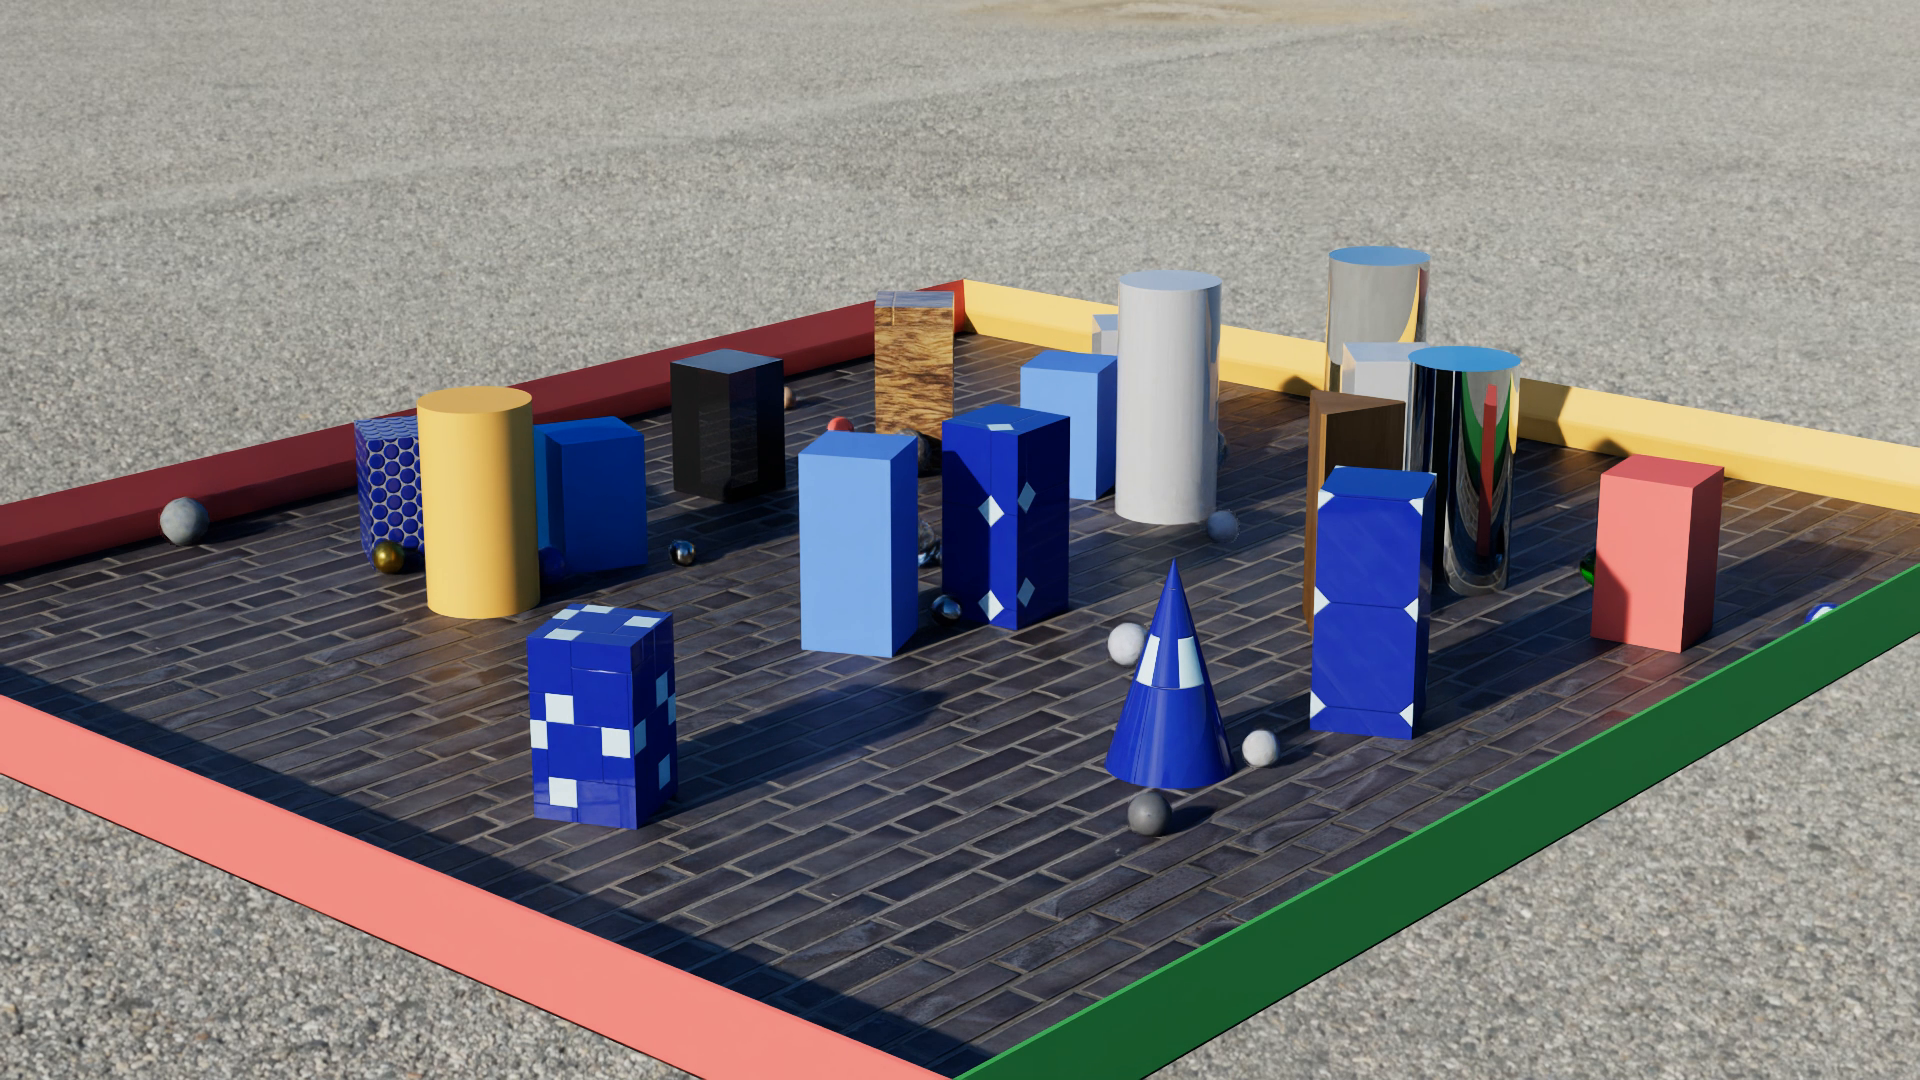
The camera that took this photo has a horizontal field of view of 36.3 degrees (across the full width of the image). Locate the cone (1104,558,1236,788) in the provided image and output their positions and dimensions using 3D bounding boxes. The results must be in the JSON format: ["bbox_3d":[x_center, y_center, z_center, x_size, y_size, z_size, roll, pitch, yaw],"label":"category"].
[{"bbox_3d":[0.311,0.178,4.297,0.194,0.323,0.194,0,17,0],"label":"cone"}]

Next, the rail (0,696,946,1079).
[{"bbox_3d":[-1.021,0.371,3.994,2.724,0.126,0.045,14,22,39],"label":"rail"}]

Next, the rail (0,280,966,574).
[{"bbox_3d":[-1.010,-0.222,5.960,0.045,0.126,3.162,14,22,39],"label":"rail"}]

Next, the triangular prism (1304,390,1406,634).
[{"bbox_3d":[0.629,-0.048,4.931,0.168,0.390,0.146,-9,19,-28],"label":"triangular prism"}]

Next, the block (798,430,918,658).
[{"bbox_3d":[-0.166,0.005,4.851,0.155,0.335,0.155,5,17,15],"label":"block"}]

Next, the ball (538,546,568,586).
[{"bbox_3d":[-0.727,0.047,5.168,0.071,0.071,0.071,0,17,0],"label":"ball"}]

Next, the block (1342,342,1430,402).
[{"bbox_3d":[0.788,-0.173,5.403,0.155,0.356,0.155,0,17,-1],"label":"block"}]

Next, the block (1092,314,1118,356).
[{"bbox_3d":[0.357,-0.318,6.038,0.155,0.268,0.155,-1,17,-4],"label":"block"}]

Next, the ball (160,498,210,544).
[{"bbox_3d":[-1.431,-0.035,5.410,0.088,0.088,0.088,0,17,0],"label":"ball"}]

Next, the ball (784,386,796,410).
[{"bbox_3d":[-0.383,-0.310,6.383,0.052,0.052,0.052,0,17,0],"label":"ball"}]

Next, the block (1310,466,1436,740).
[{"bbox_3d":[0.631,0.094,4.480,0.155,0.378,0.155,5,17,16],"label":"block"}]

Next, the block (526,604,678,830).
[{"bbox_3d":[-0.505,0.248,4.156,0.155,0.270,0.155,5,17,16],"label":"block"}]

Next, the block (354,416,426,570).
[{"bbox_3d":[-1.005,-0.089,5.327,0.155,0.240,0.155,-6,18,-18],"label":"block"}]

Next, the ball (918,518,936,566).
[{"bbox_3d":[-0.089,0.004,5.275,0.091,0.091,0.091,0,17,0],"label":"ball"}]

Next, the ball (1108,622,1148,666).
[{"bbox_3d":[0.276,0.170,4.761,0.072,0.072,0.072,0,17,0],"label":"ball"}]

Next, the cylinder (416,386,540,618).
[{"bbox_3d":[-0.826,-0.066,5.043,0.194,0.360,0.194,0,17,0],"label":"cylinder"}]

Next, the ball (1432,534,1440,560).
[{"bbox_3d":[0.845,0.012,5.317,0.053,0.053,0.053,0,17,0],"label":"ball"}]

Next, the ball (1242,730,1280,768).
[{"bbox_3d":[0.445,0.308,4.328,0.057,0.057,0.057,0,17,0],"label":"ball"}]

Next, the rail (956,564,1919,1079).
[{"bbox_3d":[1.010,0.285,4.280,0.045,0.126,3.162,14,22,39],"label":"rail"}]

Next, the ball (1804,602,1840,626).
[{"bbox_3d":[1.434,0.142,4.841,0.078,0.078,0.078,0,17,0],"label":"ball"}]

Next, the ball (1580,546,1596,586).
[{"bbox_3d":[1.130,0.047,5.161,0.076,0.076,0.076,0,17,0],"label":"ball"}]

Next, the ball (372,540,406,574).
[{"bbox_3d":[-1.019,0.032,5.238,0.060,0.060,0.060,0,17,0],"label":"ball"}]

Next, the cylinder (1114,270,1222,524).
[{"bbox_3d":[0.395,-0.273,5.571,0.194,0.450,0.194,0,17,0],"label":"cylinder"}]

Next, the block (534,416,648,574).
[{"bbox_3d":[-0.668,-0.082,5.304,0.155,0.240,0.155,-8,19,-25],"label":"block"}]

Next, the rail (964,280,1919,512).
[{"bbox_3d":[1.021,-0.308,6.246,2.724,0.126,0.045,14,22,39],"label":"rail"}]

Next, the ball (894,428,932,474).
[{"bbox_3d":[-0.105,-0.174,5.856,0.097,0.097,0.097,0,17,0],"label":"ball"}]

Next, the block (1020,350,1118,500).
[{"bbox_3d":[0.217,-0.227,5.760,0.155,0.254,0.155,6,18,19],"label":"block"}]

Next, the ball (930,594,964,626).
[{"bbox_3d":[-0.022,0.119,4.958,0.055,0.055,0.055,0,17,0],"label":"ball"}]

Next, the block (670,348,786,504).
[{"bbox_3d":[-0.454,-0.225,5.744,0.155,0.259,0.155,13,21,37],"label":"block"}]

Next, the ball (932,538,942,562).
[{"bbox_3d":[-0.030,0.018,5.307,0.046,0.046,0.046,0,17,0],"label":"ball"}]

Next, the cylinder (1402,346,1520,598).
[{"bbox_3d":[0.876,-0.122,5.151,0.194,0.404,0.194,0,17,0],"label":"cylinder"}]

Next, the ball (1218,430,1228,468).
[{"bbox_3d":[0.494,-0.183,5.896,0.091,0.091,0.091,0,17,0],"label":"ball"}]

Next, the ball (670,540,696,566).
[{"bbox_3d":[-0.499,0.023,5.290,0.047,0.047,0.047,0,17,0],"label":"ball"}]

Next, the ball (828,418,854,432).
[{"bbox_3d":[-0.249,-0.228,6.106,0.056,0.056,0.056,0,17,0],"label":"ball"}]

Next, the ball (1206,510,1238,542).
[{"bbox_3d":[0.485,-0.025,5.426,0.059,0.059,0.059,0,17,0],"label":"ball"}]

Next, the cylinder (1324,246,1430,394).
[{"bbox_3d":[0.805,-0.319,5.687,0.194,0.472,0.194,0,17,0],"label":"cylinder"}]

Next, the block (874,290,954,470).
[{"bbox_3d":[-0.091,-0.324,5.942,0.155,0.334,0.155,0,17,1],"label":"block"}]

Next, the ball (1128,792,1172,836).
[{"bbox_3d":[0.264,0.381,4.079,0.061,0.061,0.061,0,17,0],"label":"ball"}]

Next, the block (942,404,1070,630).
[{"bbox_3d":[0.078,-0.042,4.996,0.155,0.340,0.155,12,20,34],"label":"block"}]

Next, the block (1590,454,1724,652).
[{"bbox_3d":[1.163,0.020,4.891,0.155,0.282,0.155,11,20,31],"label":"block"}]
